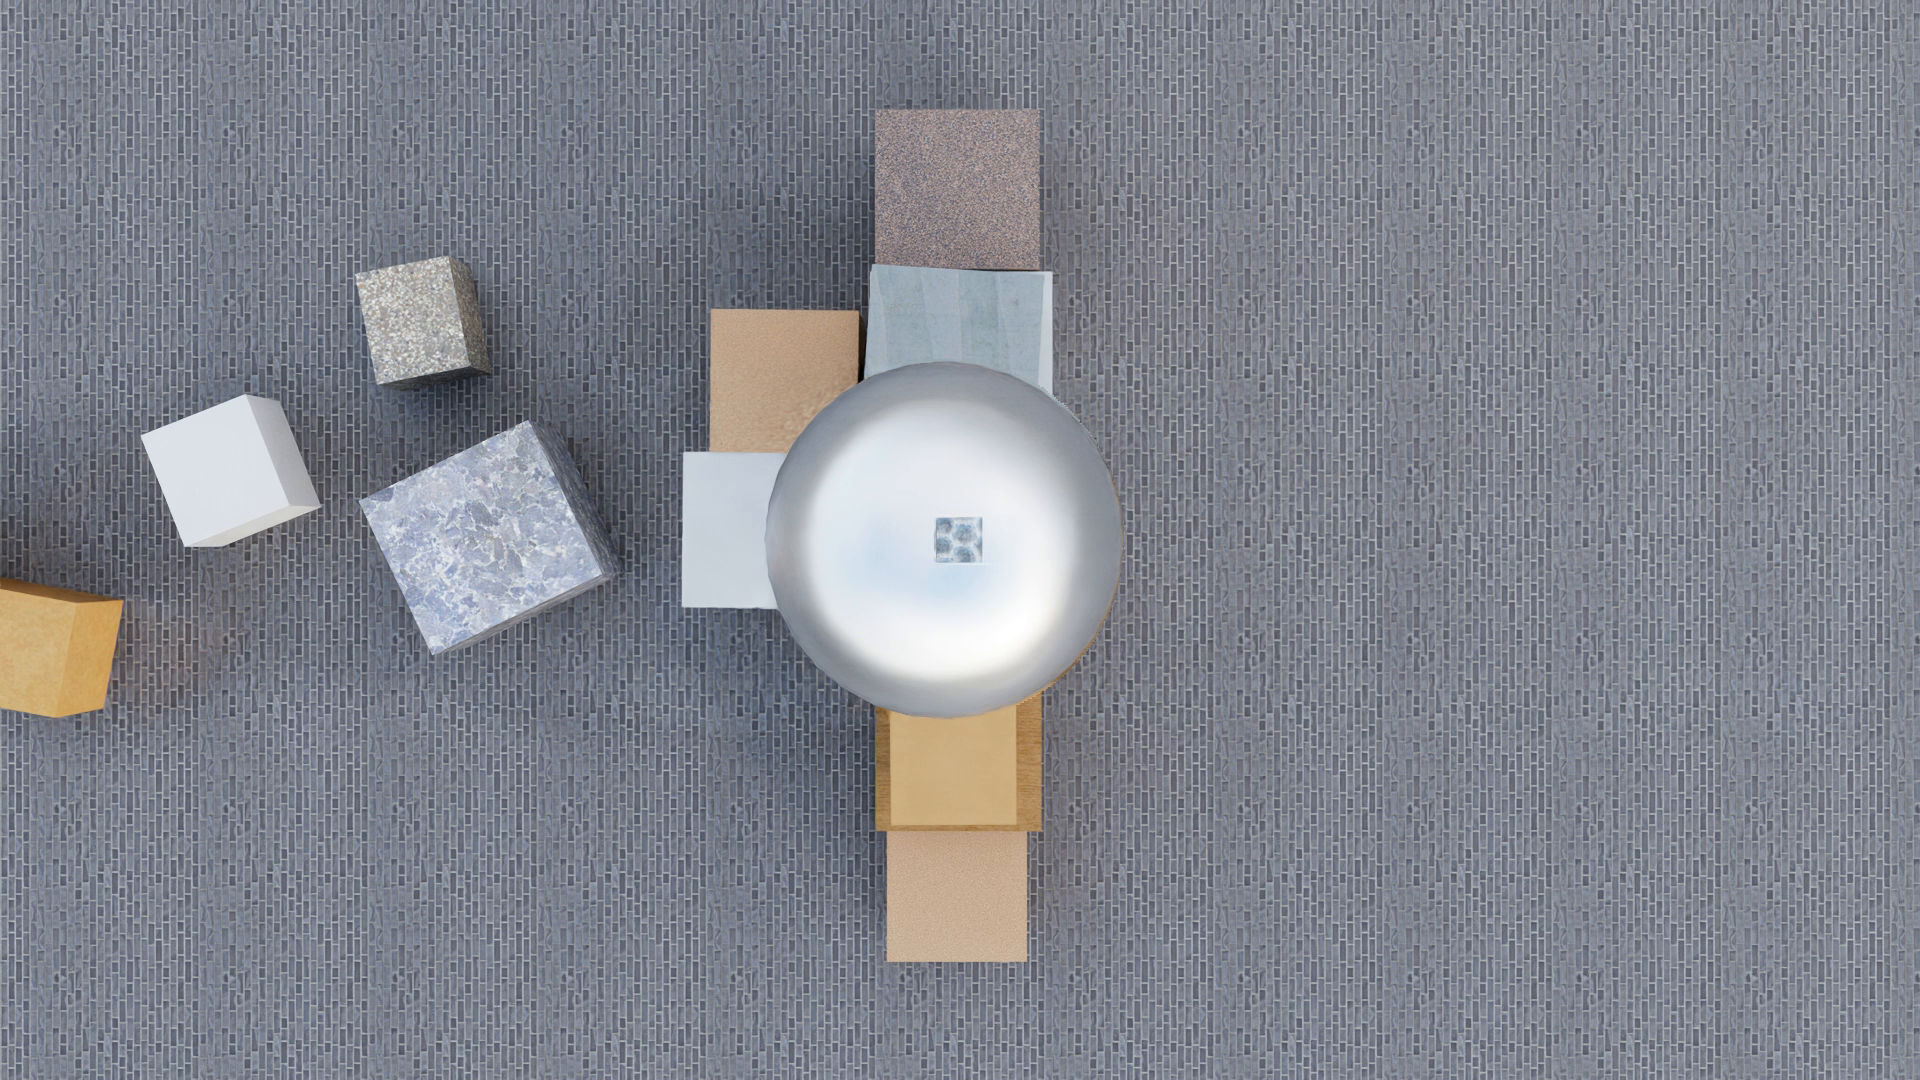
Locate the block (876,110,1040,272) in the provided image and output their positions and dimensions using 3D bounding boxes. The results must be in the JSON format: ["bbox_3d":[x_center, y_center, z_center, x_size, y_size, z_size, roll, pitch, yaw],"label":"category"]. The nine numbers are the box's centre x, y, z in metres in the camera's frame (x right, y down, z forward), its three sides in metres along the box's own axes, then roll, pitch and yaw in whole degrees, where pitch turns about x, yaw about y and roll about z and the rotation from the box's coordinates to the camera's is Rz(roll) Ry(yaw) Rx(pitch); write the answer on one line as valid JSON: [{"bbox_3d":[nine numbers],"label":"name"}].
[{"bbox_3d":[-0.014,-1.919,12.513,0.898,0.975,0.871,0,90,0],"label":"block"}]

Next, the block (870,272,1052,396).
[{"bbox_3d":[0.006,-0.938,12.537,0.999,0.926,1.071,0,90,0],"label":"block"}]

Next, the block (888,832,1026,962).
[{"bbox_3d":[-0.017,1.979,12.639,0.781,0.723,0.751,0,90,0],"label":"block"}]

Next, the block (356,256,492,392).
[{"bbox_3d":[-3.092,-1.242,12.708,0.535,0.583,0.637,-11,90,0],"label":"block"}]

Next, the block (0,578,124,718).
[{"bbox_3d":[-5.371,0.606,12.654,0.749,0.691,0.653,10,90,0],"label":"block"}]

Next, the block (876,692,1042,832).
[{"bbox_3d":[-0.006,1.127,12.521,0.905,0.958,0.934,0,90,0],"label":"block"}]

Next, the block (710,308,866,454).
[{"bbox_3d":[-0.971,-0.876,12.568,0.815,0.863,0.790,1,90,0],"label":"block"}]

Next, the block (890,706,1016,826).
[{"bbox_3d":[-0.035,1.039,11.607,0.643,0.774,0.745,0,98,0],"label":"block"}]

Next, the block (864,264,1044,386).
[{"bbox_3d":[-0.041,-0.873,11.610,0.885,0.800,0.925,4,82,0],"label":"block"}]

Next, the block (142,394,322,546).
[{"bbox_3d":[-4.193,-0.391,12.689,0.634,0.623,0.673,-22,90,0],"label":"block"}]

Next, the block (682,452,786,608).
[{"bbox_3d":[-1.136,-0.054,12.580,0.796,0.840,0.859,1,90,0],"label":"block"}]

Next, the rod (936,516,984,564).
[{"bbox_3d":[-0.031,0.000,6.422,0.080,5.200,0.080,0,90,-1],"label":"rod"}]

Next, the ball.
[{"bbox_3d":[-0.072,0.000,9.822,1.600,1.600,1.600,0,90,0],"label":"ball"}]

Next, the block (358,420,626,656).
[{"bbox_3d":[-2.639,-0.014,12.548,1.035,0.904,0.940,-26,90,0],"label":"block"}]
